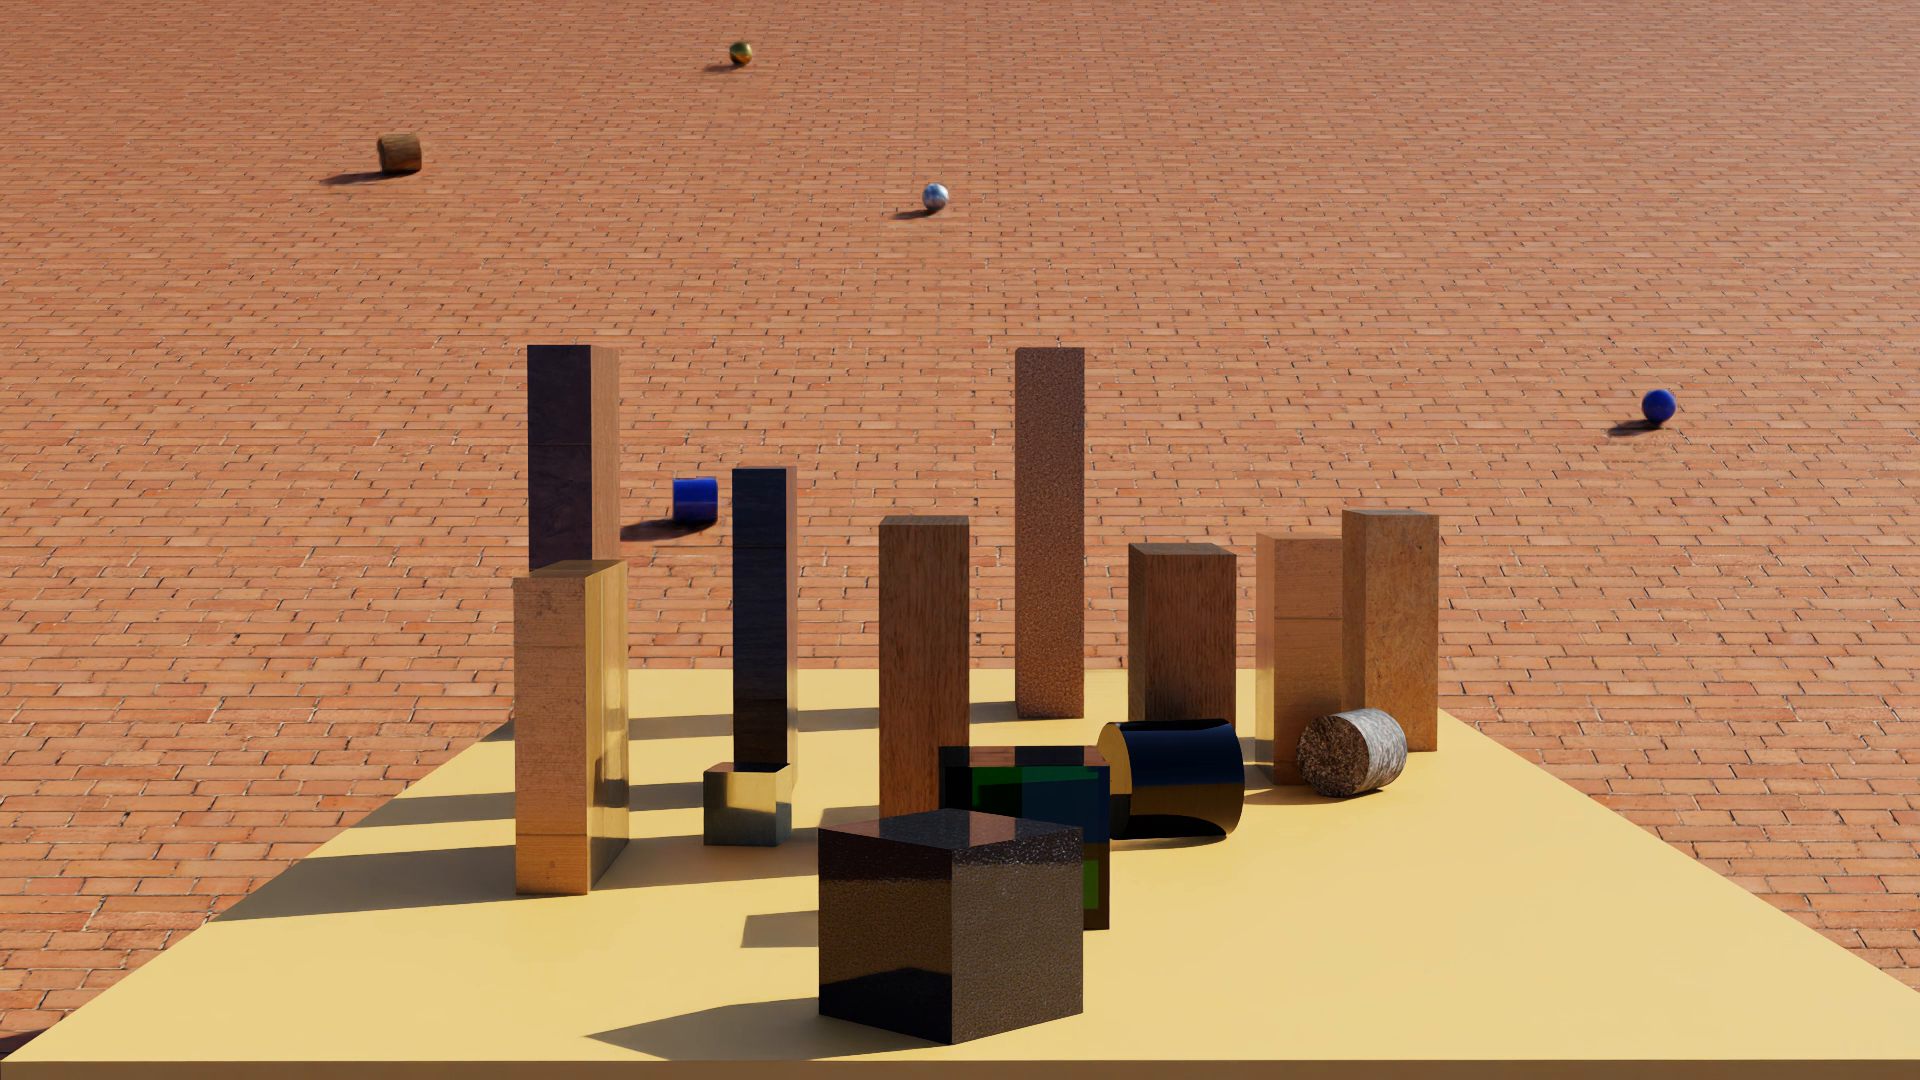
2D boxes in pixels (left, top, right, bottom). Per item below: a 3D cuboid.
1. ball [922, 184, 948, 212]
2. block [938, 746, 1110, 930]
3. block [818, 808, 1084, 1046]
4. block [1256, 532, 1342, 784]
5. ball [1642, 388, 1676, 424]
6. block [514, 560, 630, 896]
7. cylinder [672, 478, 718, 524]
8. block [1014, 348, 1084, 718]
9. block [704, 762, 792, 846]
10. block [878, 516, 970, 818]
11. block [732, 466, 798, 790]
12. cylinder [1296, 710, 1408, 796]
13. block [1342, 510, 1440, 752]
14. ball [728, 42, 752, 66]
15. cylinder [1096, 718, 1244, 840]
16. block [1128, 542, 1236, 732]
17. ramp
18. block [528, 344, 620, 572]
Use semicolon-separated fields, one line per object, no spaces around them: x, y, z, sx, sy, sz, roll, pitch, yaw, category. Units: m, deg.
-0.106;-1.455;10.934;0.116;0.116;0.116;0;22;0;ball
0.079;0.376;3.277;0.204;0.204;0.204;0;3;-3;block
-0.010;0.404;2.729;0.199;0.199;0.199;3;4;44;block
0.601;0.204;4.578;0.117;0.426;0.271;0;3;0;block
2.308;-0.443;8.492;0.113;0.113;0.113;0;22;0;ball
-0.543;0.251;3.628;0.095;0.423;0.441;0;3;0;block
-0.790;-0.118;7.682;0.129;0.129;0.129;-3;23;-6;cylinder
0.193;-0.022;5.602;0.139;0.784;0.350;0;3;0;block
-0.318;0.396;3.865;0.110;0.110;0.110;0;3;9;block
-0.051;0.211;3.836;0.129;0.483;0.384;0;3;0;block
-0.330;0.152;4.378;0.089;0.551;0.283;0;3;0;block
0.663;0.359;4.353;0.138;0.138;0.138;17;11;36;cylinder
0.840;0.170;5.047;0.138;0.451;0.310;0;3;0;block
-1.162;-2.577;13.631;0.128;0.128;0.128;0;22;0;ball
0.315;0.361;3.891;0.178;0.178;0.178;-1;22;-15;cylinder
0.358;0.225;4.190;0.141;0.422;0.392;0;3;0;block
0.052;0.470;4.535;2.000;0.100;4.000;0;3;0;ramp
-0.795;-0.007;5.332;0.126;0.781;0.431;0;3;0;block
